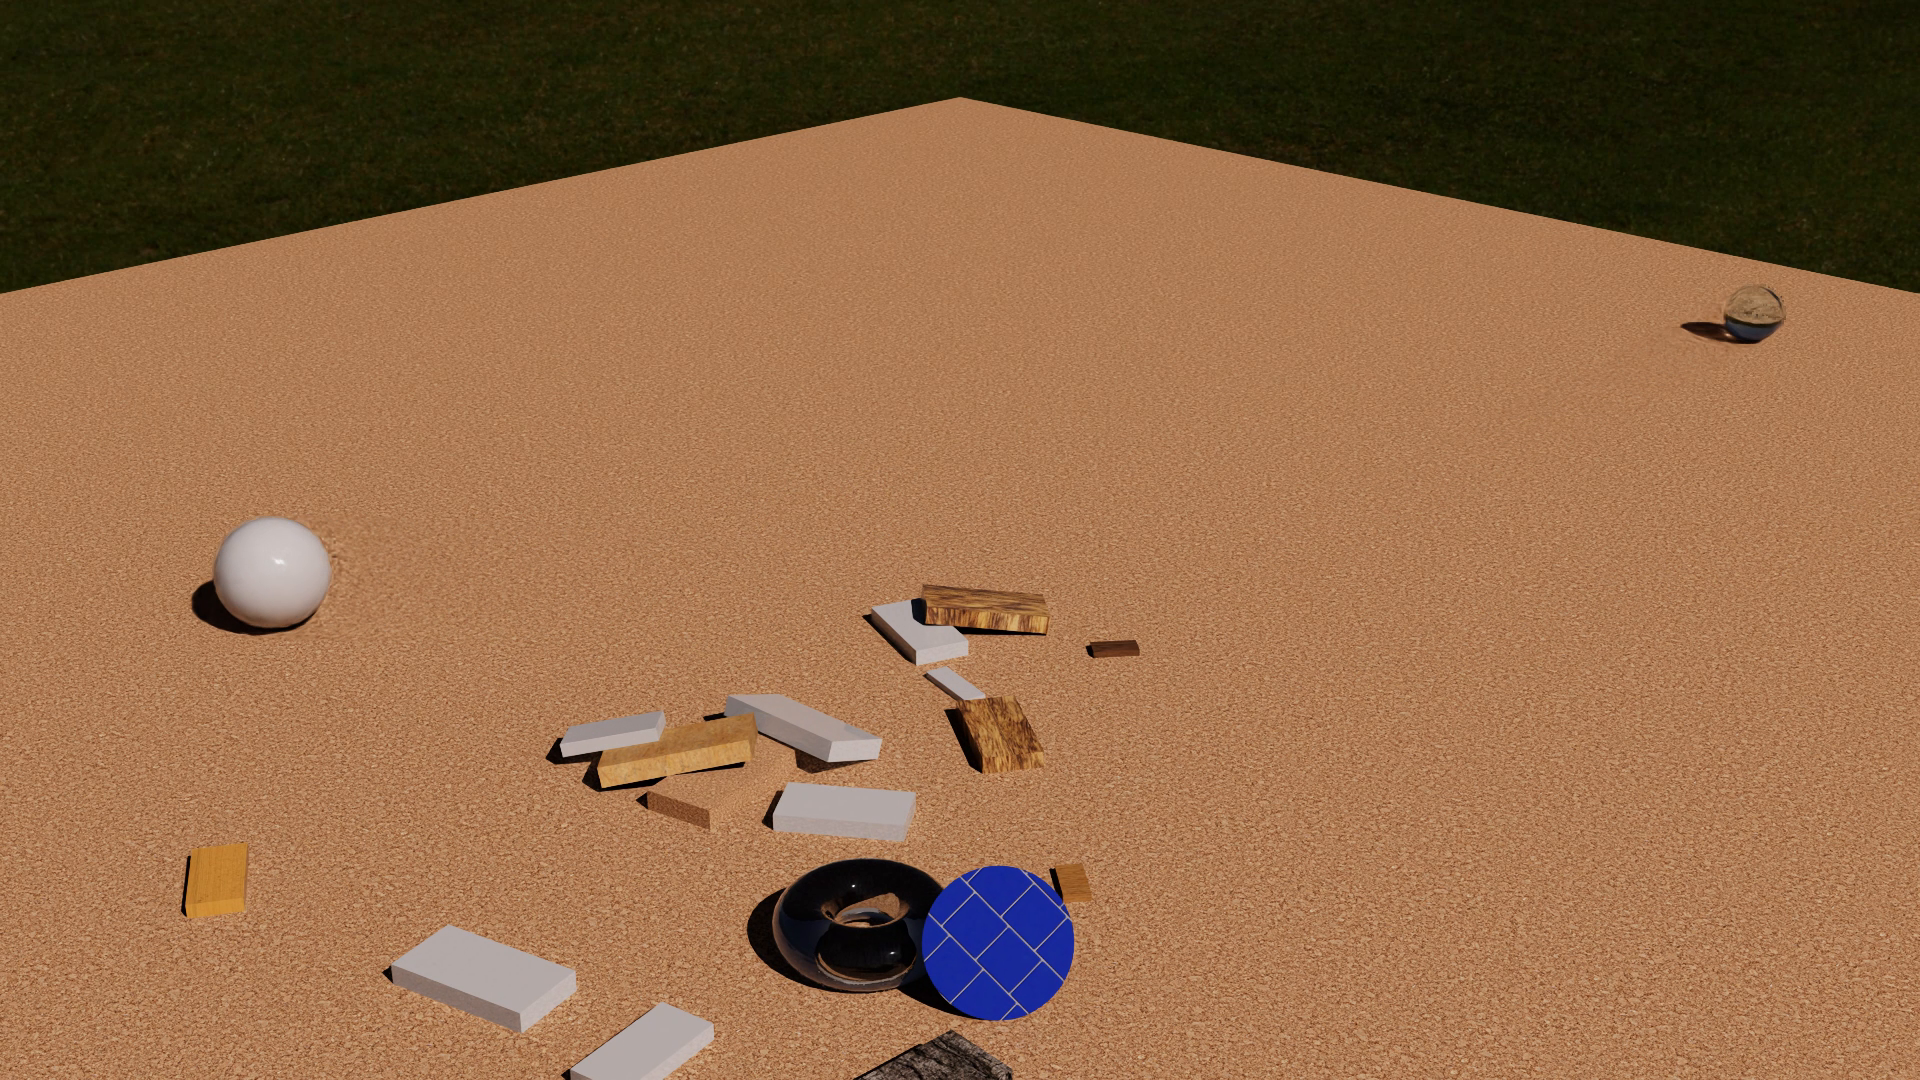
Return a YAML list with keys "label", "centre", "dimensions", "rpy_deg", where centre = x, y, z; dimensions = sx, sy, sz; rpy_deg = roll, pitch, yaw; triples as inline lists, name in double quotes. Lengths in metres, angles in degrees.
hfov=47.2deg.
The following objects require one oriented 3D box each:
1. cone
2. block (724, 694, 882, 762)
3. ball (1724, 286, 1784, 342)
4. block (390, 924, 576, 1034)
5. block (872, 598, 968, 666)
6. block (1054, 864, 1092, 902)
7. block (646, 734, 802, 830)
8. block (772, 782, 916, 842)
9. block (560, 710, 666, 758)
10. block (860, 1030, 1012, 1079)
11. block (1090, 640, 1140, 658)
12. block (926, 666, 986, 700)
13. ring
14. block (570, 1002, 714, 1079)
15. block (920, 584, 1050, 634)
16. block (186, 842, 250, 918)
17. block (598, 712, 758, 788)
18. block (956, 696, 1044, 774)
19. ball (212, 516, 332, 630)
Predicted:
- label: "cone"
  centre: [0.054, 0.707, 3.943]
  dimensions: [0.266, 0.266, 0.266]
  rpy_deg: [-2, -3, -6]
- label: "block"
  centre: [-0.337, 0.399, 4.698]
  dimensions: [0.316, 0.045, 0.158]
  rpy_deg: [19, 10, 38]
- label: "ball"
  centre: [2.632, -0.752, 7.296]
  dimensions: [0.185, 0.185, 0.185]
  rpy_deg: [0, 23, 0]
- label: "block"
  centre: [-0.841, 0.773, 3.886]
  dimensions: [0.295, 0.042, 0.148]
  rpy_deg: [13, 26, 27]
- label: "block"
  centre: [-0.097, 0.215, 5.206]
  dimensions: [0.133, 0.038, 0.266]
  rpy_deg: [-10, 25, -23]
- label: "block"
  centre: [0.215, 0.655, 4.198]
  dimensions: [0.054, 0.015, 0.109]
  rpy_deg: [-2, 23, -6]
- label: "block"
  centre: [-0.485, 0.490, 4.548]
  dimensions: [0.158, 0.045, 0.316]
  rpy_deg: [13, 26, 28]
- label: "block"
  centre: [-0.231, 0.546, 4.425]
  dimensions: [0.266, 0.038, 0.133]
  rpy_deg: [4, 23, 8]
- label: "block"
  centre: [-0.731, 0.408, 4.639]
  dimensions: [0.206, 0.029, 0.103]
  rpy_deg: [-10, 16, 5]
- label: "block"
  centre: [-0.074, 0.892, 3.521]
  dimensions: [0.295, 0.042, 0.148]
  rpy_deg: [-20, 30, -38]
- label: "block"
  centre: [0.362, 0.255, 5.141]
  dimensions: [0.109, 0.015, 0.054]
  rpy_deg: [-2, 23, -5]
- label: "block"
  centre: [-0.011, 0.329, 4.965]
  dimensions: [0.054, 0.015, 0.166]
  rpy_deg: [-14, 27, -29]
- label: "ring"
  centre: [-0.172, 0.694, 3.985]
  dimensions: [0.339, 0.113, 0.339]
  rpy_deg: [0, 24, 0]
- label: "block"
  centre: [-0.531, 0.862, 3.687]
  dimensions: [0.115, 0.033, 0.230]
  rpy_deg: [15, 27, 31]
- label: "block"
  centre: [0.060, 0.165, 5.261]
  dimensions: [0.295, 0.042, 0.148]
  rpy_deg: [5, 20, -8]
- label: "block"
  centre: [-1.416, 0.648, 4.196]
  dimensions: [0.103, 0.029, 0.206]
  rpy_deg: [-6, 24, -13]
- label: "block"
  centre: [-0.585, 0.437, 4.577]
  dimensions: [0.316, 0.045, 0.158]
  rpy_deg: [-11, 16, 2]
- label: "block"
  centre: [0.084, 0.416, 4.731]
  dimensions: [0.133, 0.038, 0.265]
  rpy_deg: [-5, 23, -11]
- label: "ball"
  centre: [-1.636, 0.078, 5.232]
  dimensions: [0.269, 0.269, 0.269]
  rpy_deg: [0, 23, 0]
